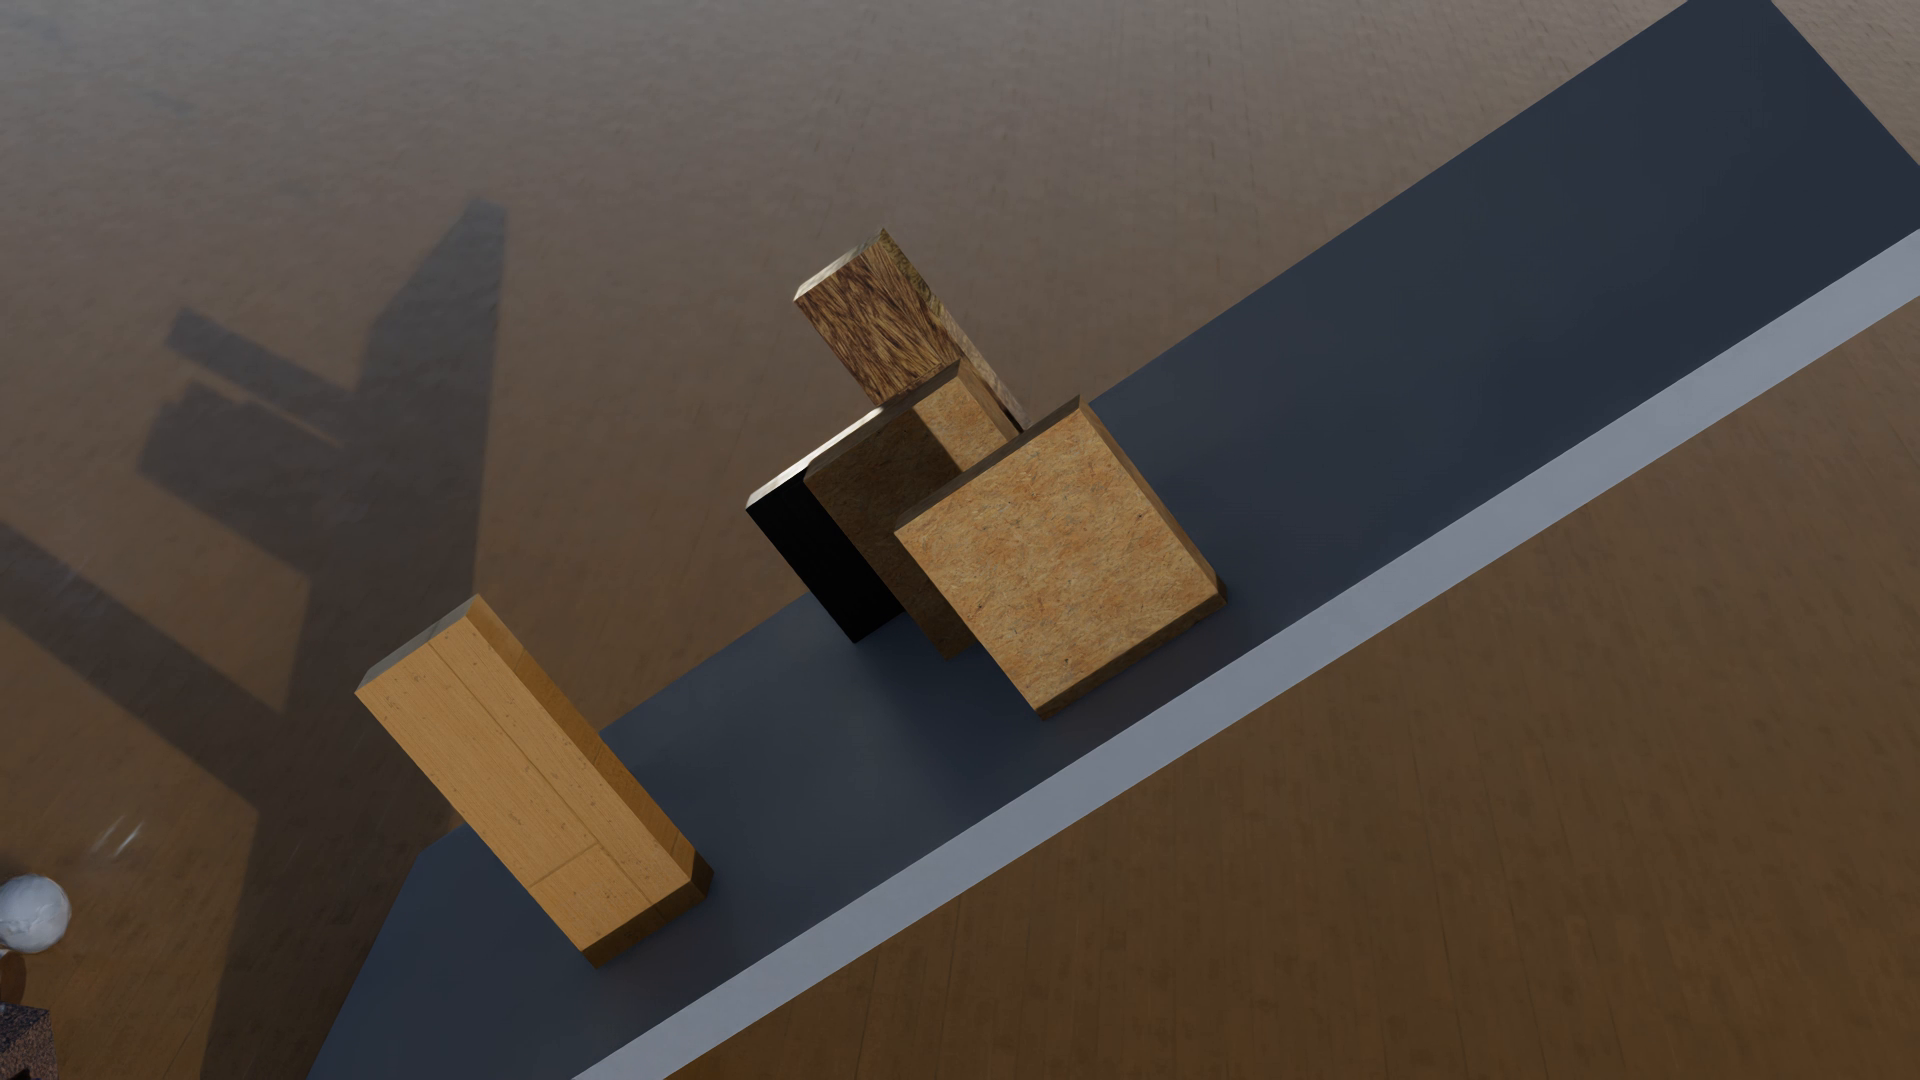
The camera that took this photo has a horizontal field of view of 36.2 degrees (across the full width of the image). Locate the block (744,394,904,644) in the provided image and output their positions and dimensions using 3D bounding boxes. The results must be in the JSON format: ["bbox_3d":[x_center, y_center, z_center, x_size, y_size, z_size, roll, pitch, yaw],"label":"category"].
[{"bbox_3d":[-0.193,-0.045,6.719,0.427,0.410,0.091,-34,16,16],"label":"block"}]

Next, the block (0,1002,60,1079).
[{"bbox_3d":[-2.234,1.206,6.807,0.194,0.194,0.194,6,23,15],"label":"block"}]

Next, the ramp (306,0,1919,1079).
[{"bbox_3d":[0.131,0.177,6.317,4.000,0.100,2.000,-34,16,16],"label":"ramp"}]

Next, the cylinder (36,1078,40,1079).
[{"bbox_3d":[-2.132,1.304,6.633,0.144,0.144,0.144,-13,26,-29],"label":"cylinder"}]

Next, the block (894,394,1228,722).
[{"bbox_3d":[0.190,0.037,5.506,0.424,0.473,0.081,-34,16,16],"label":"block"}]

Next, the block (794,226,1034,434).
[{"bbox_3d":[-0.078,-0.381,6.907,0.247,0.682,0.117,-34,16,16],"label":"block"}]

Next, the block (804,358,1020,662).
[{"bbox_3d":[-0.013,-0.061,6.188,0.401,0.501,0.119,-34,16,16],"label":"block"}]

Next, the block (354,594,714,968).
[{"bbox_3d":[-0.861,0.497,5.995,0.294,0.768,0.114,-34,16,16],"label":"block"}]

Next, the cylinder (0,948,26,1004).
[{"bbox_3d":[-2.395,1.073,7.171,0.166,0.166,0.166,6,23,14],"label":"cylinder"}]

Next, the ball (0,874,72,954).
[{"bbox_3d":[-2.353,0.945,7.438,0.201,0.201,0.201,0,22,0],"label":"ball"}]
